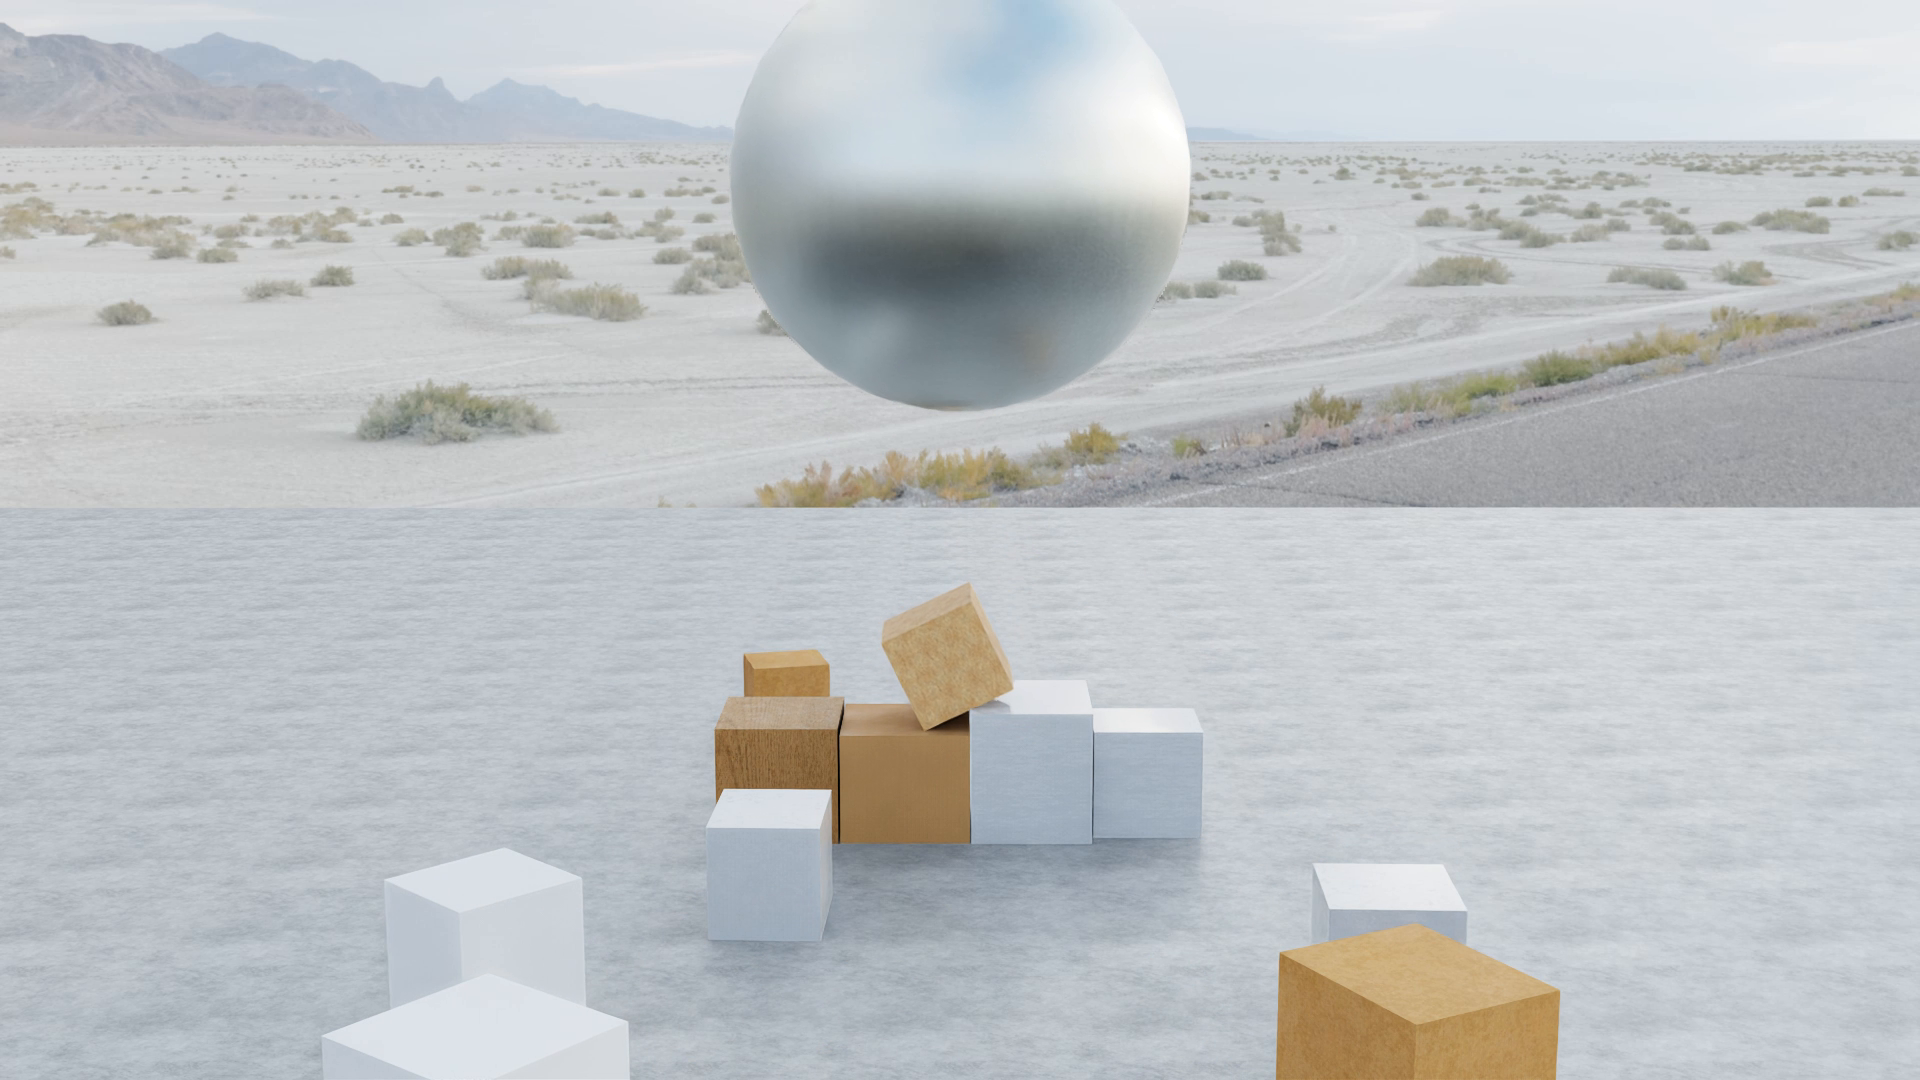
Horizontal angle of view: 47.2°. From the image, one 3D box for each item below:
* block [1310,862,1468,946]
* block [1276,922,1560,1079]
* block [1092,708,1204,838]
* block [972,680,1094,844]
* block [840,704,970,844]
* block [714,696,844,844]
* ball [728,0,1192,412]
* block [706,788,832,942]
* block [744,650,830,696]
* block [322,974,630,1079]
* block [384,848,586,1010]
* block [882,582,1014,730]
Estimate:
[{"bbox_3d":[1.770,1.660,9.136,0.550,0.465,0.570,0,10,2],"label":"block"},{"bbox_3d":[1.577,1.821,7.652,0.623,0.679,0.737,-6,12,-28],"label":"block"},{"bbox_3d":[0.954,1.203,11.394,0.551,0.557,0.475,0,10,0],"label":"block"},{"bbox_3d":[0.364,1.141,11.400,0.609,0.677,0.701,0,10,0],"label":"block"},{"bbox_3d":[-0.277,1.200,11.391,0.654,0.563,0.641,0,10,0],"label":"block"},{"bbox_3d":[-0.921,1.184,11.384,0.615,0.598,0.656,0,10,0],"label":"block"},{"bbox_3d":[0.000,-1.246,7.648,1.600,1.600,1.600,0,10,0],"label":"ball"},{"bbox_3d":[-0.860,1.472,10.017,0.503,0.520,0.588,0,10,2],"label":"block"},{"bbox_3d":[-1.048,0.926,13.289,0.453,0.424,0.414,-3,11,-14],"label":"block"},{"bbox_3d":[-1.568,1.912,7.182,0.693,0.669,0.687,8,13,37],"label":"block"},{"bbox_3d":[-1.923,1.646,8.918,0.549,0.570,0.574,10,14,44],"label":"block"},{"bbox_3d":[-0.065,0.591,11.298,0.501,0.502,0.513,-25,10,4],"label":"block"}]
